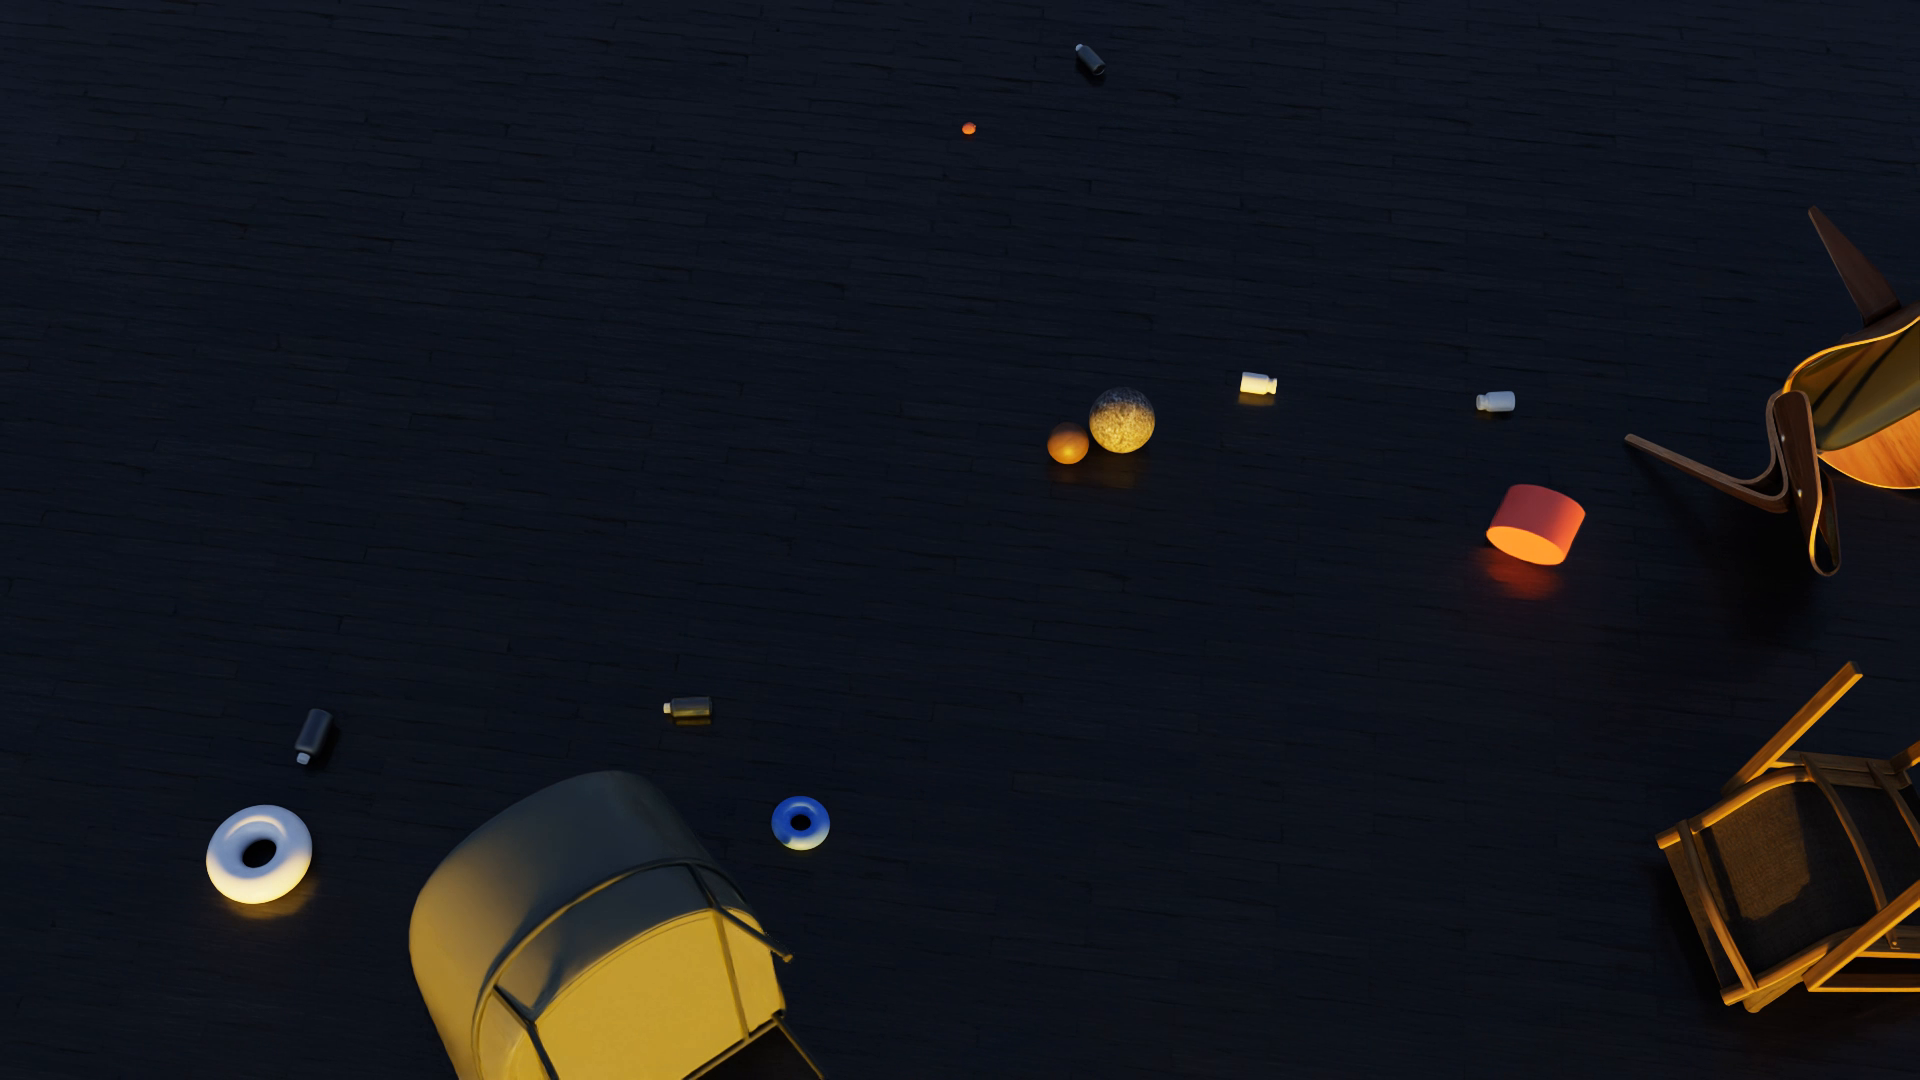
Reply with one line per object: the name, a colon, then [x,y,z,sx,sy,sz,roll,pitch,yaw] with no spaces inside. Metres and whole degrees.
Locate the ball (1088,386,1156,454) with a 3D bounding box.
ball: [0.494,-0.366,6.697,0.203,0.203,0.203,0,56,0]

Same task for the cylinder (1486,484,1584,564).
cylinder: [1.706,-0.047,6.519,0.239,0.140,0.175,20,58,23]

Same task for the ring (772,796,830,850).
ring: [-0.436,0.775,6.024,0.165,0.051,0.157,36,62,21]

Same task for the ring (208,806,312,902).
ring: [-1.894,0.848,5.946,0.281,0.100,0.286,-31,60,-18]
